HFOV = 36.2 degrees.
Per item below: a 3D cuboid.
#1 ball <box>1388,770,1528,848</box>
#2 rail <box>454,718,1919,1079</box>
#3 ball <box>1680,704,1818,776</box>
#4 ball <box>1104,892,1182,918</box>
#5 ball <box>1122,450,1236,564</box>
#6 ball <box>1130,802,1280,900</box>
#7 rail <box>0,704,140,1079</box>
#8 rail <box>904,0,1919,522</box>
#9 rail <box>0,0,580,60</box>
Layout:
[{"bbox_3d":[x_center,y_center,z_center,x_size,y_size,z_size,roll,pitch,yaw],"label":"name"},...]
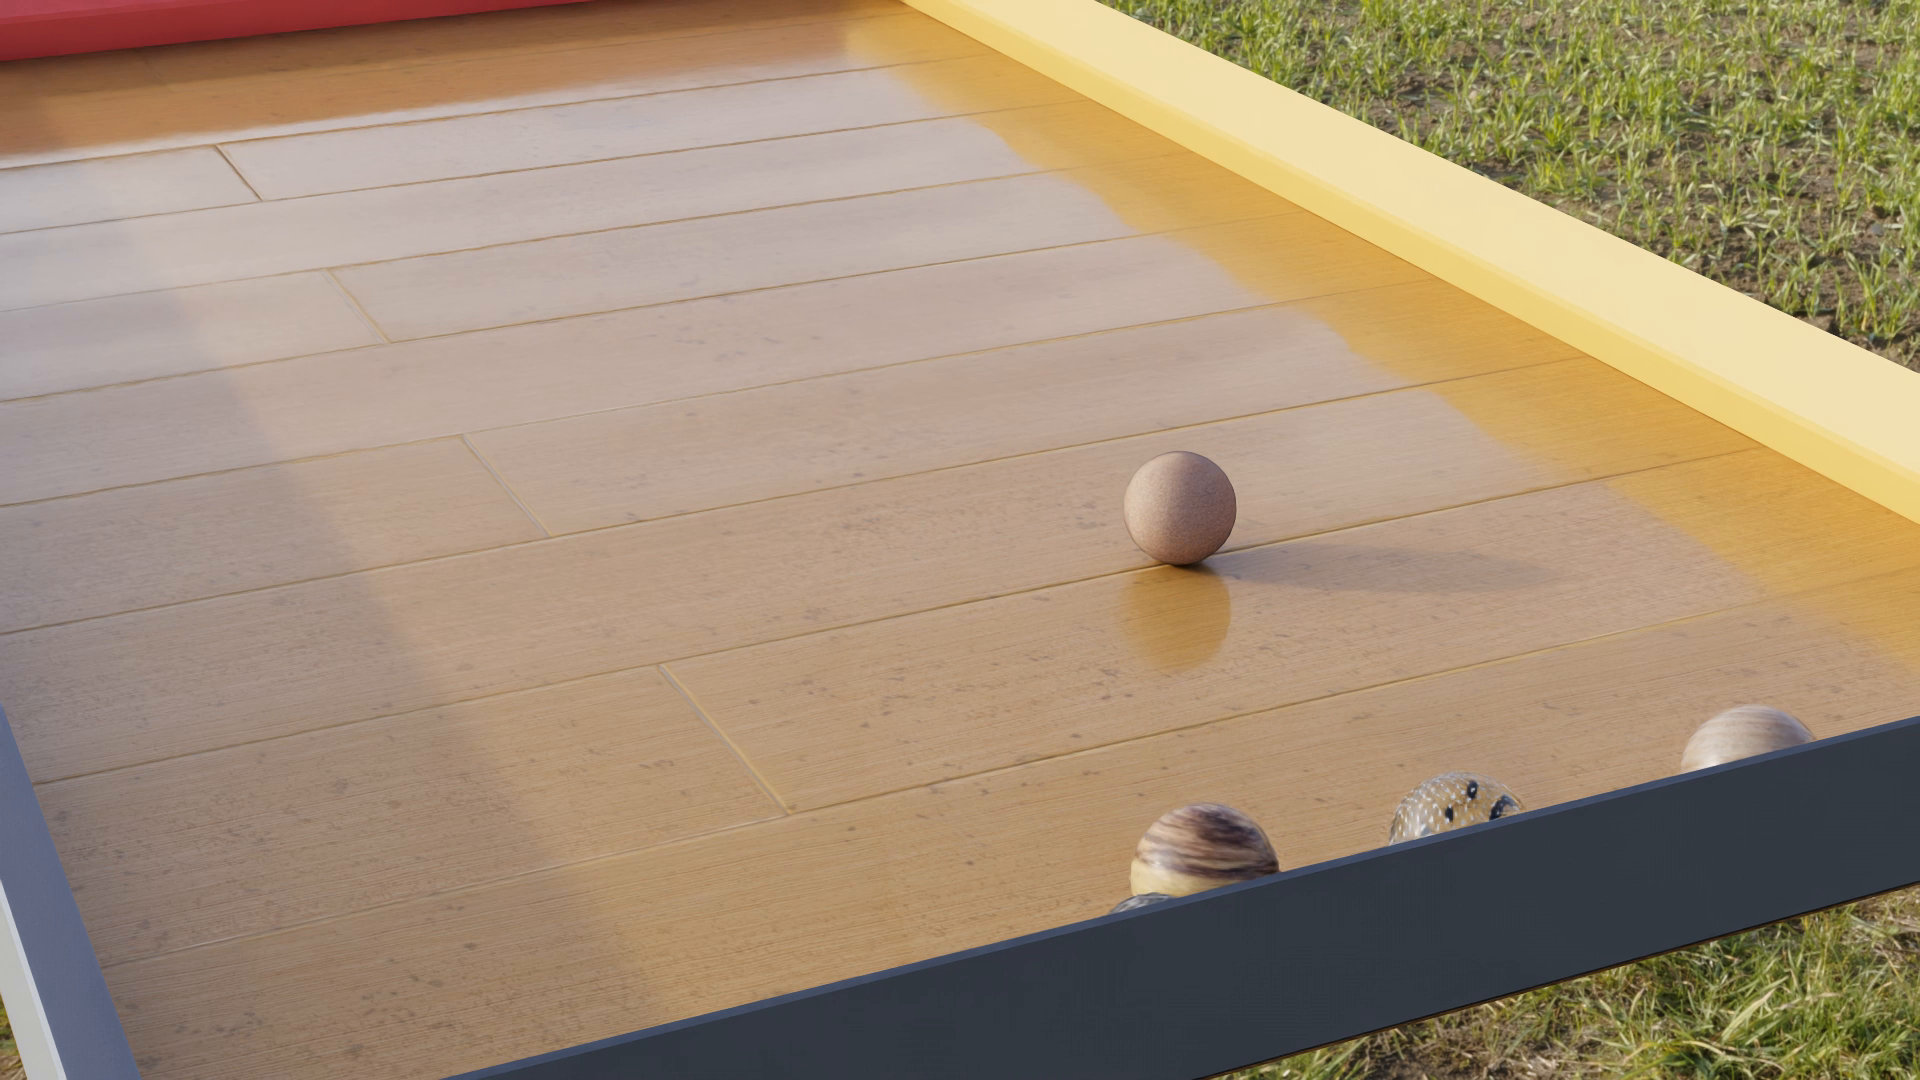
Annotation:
[{"bbox_3d":[0.304,0.184,1.784,0.088,0.088,0.088,0,23,0],"label":"ball"},{"bbox_3d":[0.268,0.210,1.687,1.496,0.118,0.045,-11,26,-23],"label":"rail"},{"bbox_3d":[0.503,0.150,1.861,0.091,0.091,0.091,0,23,0],"label":"ball"},{"bbox_3d":[0.111,0.238,1.682,0.072,0.072,0.072,0,23,0],"label":"ball"},{"bbox_3d":[0.169,-0.025,2.267,0.088,0.088,0.088,0,23,0],"label":"ball"},{"bbox_3d":[0.146,0.201,1.746,0.089,0.089,0.089,0,23,0],"label":"ball"},{"bbox_3d":[-0.934,-0.134,2.478,0.045,0.118,2.628,-11,26,-23],"label":"rail"},{"bbox_3d":[0.379,-0.378,3.040,0.045,0.118,2.628,-11,26,-23],"label":"rail"},{"bbox_3d":[-0.824,-0.722,3.831,1.496,0.118,0.045,-11,26,-23],"label":"rail"}]
